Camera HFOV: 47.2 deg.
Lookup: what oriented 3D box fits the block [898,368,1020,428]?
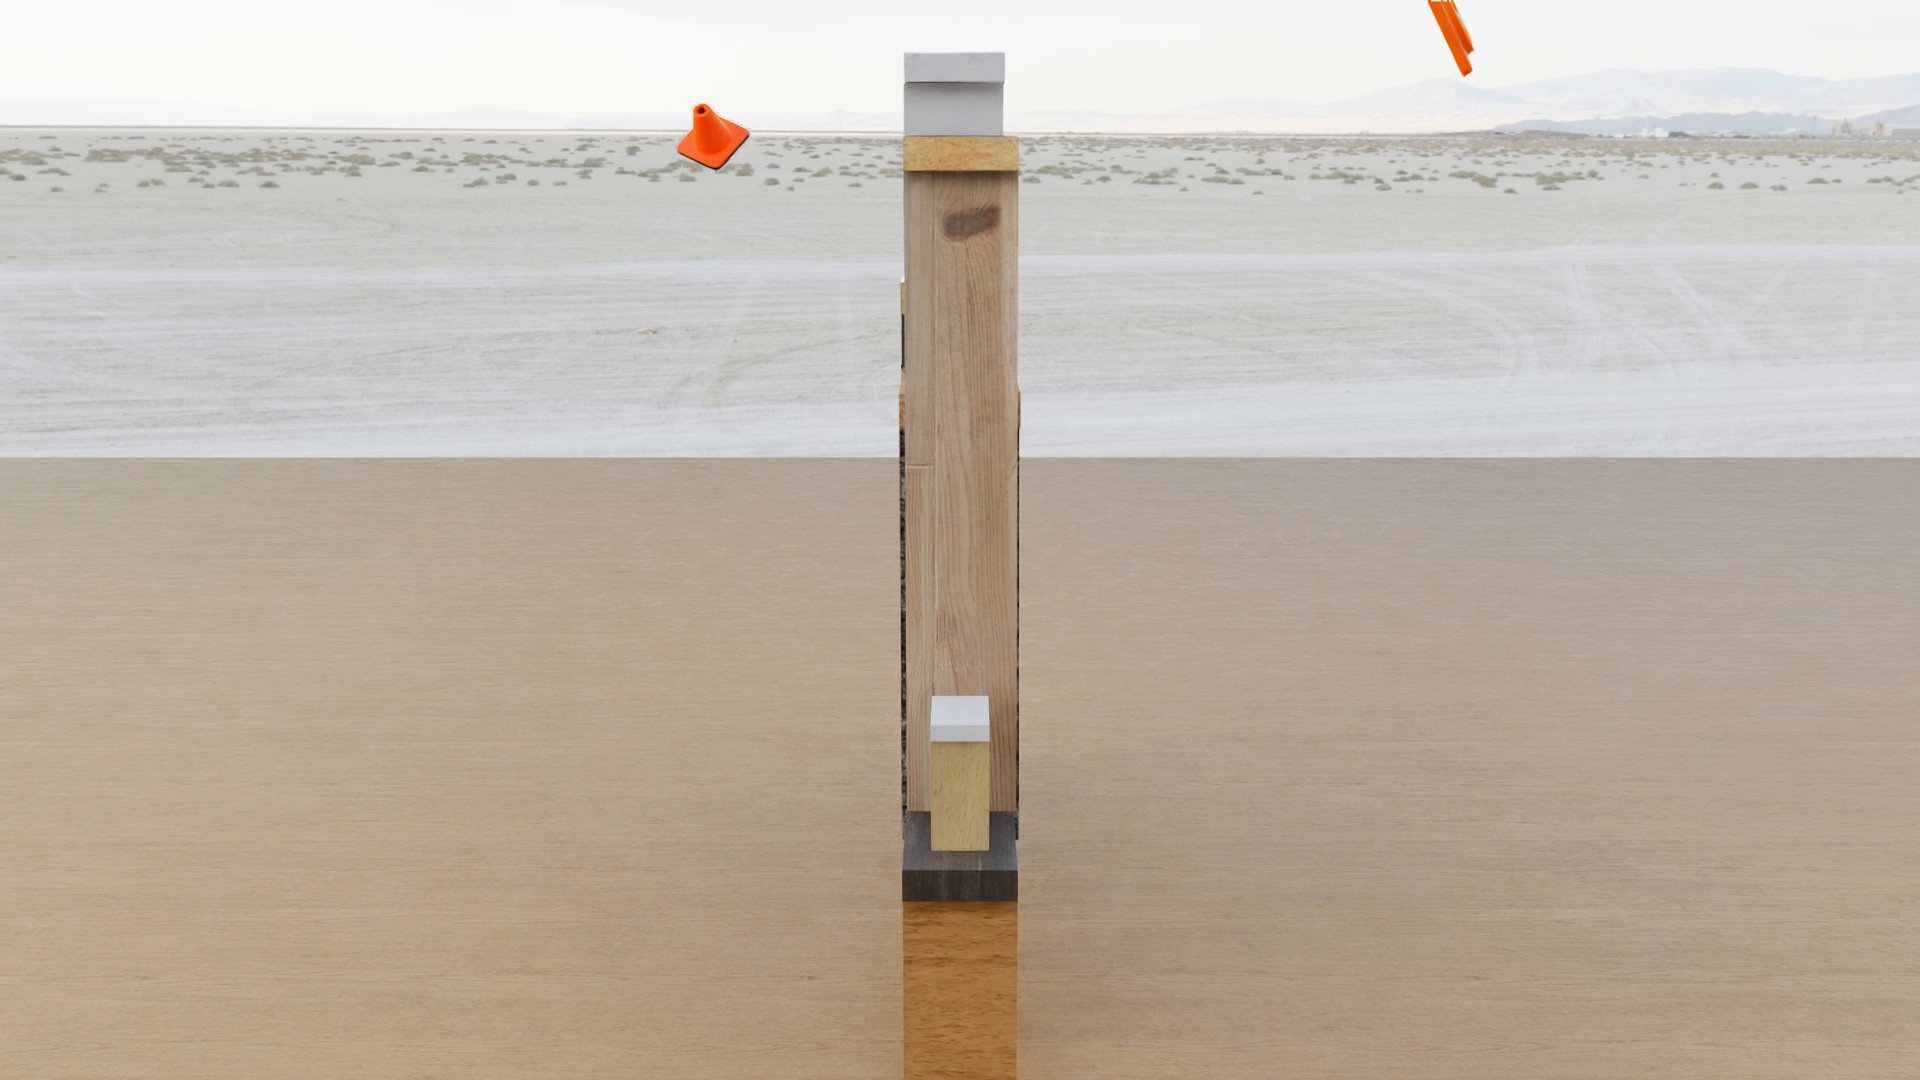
[{"bbox_3d":[-0.002,-0.205,3.132,0.164,0.047,0.329,0,11,-1],"label":"block"}]

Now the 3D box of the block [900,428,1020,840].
[{"bbox_3d":[0.000,0.129,3.079,0.164,0.591,0.047,0,10,0],"label":"block"}]

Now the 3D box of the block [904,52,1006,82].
[{"bbox_3d":[-0.007,-0.693,3.246,0.144,0.041,0.287,0,10,0],"label":"block"}]

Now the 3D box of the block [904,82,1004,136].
[{"bbox_3d":[-0.009,-0.452,3.194,0.144,0.416,0.041,0,11,-1],"label":"block"}]

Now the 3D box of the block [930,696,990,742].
[{"bbox_3d":[0.000,0.233,2.879,0.075,0.021,0.150,0,10,0],"label":"block"}]

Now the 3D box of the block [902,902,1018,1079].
[{"bbox_3d":[0.000,0.593,2.854,0.146,0.292,0.041,0,11,0],"label":"block"}]

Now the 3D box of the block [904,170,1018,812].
[{"bbox_3d":[0.002,-0.058,2.958,0.149,0.867,0.042,0,10,0],"label":"block"}]

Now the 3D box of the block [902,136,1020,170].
[{"bbox_3d":[0.000,-0.525,2.975,0.149,0.042,0.299,0,11,-1],"label":"block"}]

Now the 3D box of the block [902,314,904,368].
[{"bbox_3d":[-0.004,-0.089,3.378,0.167,0.525,0.047,0,10,1],"label":"block"}]

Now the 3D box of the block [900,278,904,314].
[{"bbox_3d":[-0.004,-0.391,3.435,0.167,0.047,0.334,0,10,1],"label":"block"}]

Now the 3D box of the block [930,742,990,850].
[{"bbox_3d":[0.000,0.326,2.845,0.075,0.150,0.021,0,10,0],"label":"block"}]

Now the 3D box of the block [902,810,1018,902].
[{"bbox_3d":[0.000,0.410,2.920,0.146,0.041,0.292,0,10,0],"label":"block"}]
